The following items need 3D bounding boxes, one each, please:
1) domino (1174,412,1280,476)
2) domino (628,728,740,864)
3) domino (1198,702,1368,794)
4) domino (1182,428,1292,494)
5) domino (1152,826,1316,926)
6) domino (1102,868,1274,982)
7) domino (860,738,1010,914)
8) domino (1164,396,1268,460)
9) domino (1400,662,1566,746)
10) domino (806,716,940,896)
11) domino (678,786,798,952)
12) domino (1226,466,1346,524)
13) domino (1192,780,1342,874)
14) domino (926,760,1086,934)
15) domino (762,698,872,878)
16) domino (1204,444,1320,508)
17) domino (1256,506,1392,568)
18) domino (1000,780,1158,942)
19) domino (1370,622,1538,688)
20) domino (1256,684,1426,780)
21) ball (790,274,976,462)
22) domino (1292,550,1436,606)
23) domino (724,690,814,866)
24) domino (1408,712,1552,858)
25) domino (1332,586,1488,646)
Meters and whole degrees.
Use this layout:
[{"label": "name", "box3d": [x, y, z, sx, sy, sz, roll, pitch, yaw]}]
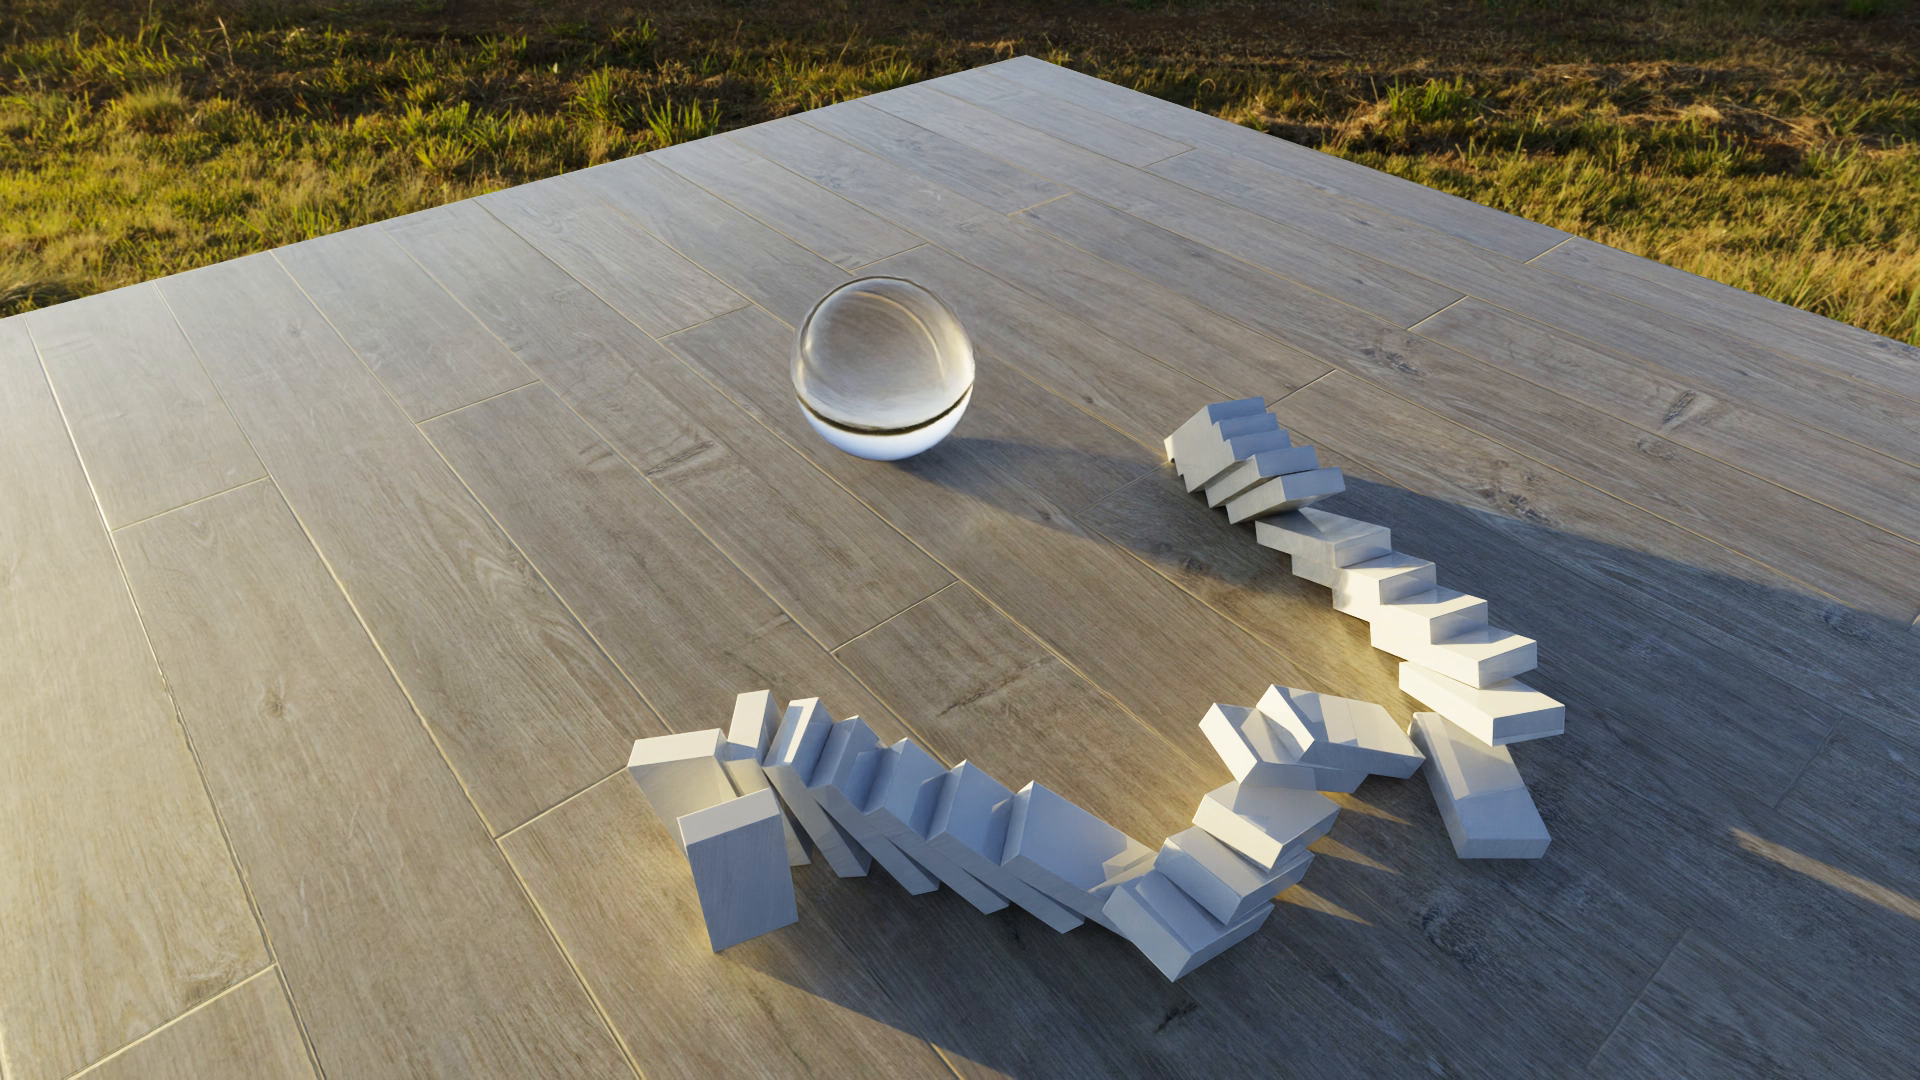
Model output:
[{"label": "domino", "box3d": [0.112, -0.040, 0.464, 0.025, 0.050, 0.010, -10, 80, -12]}, {"label": "domino", "box3d": [-0.073, 0.076, 0.316, 0.025, 0.050, 0.009, -9, 39, 9]}, {"label": "domino", "box3d": [0.102, 0.066, 0.346, 0.050, 0.009, 0.025, 11, 30, -30]}, {"label": "domino", "box3d": [0.114, -0.032, 0.455, 0.025, 0.050, 0.009, -10, 80, -12]}, {"label": "domino", "box3d": [0.079, 0.091, 0.313, 0.025, 0.010, 0.050, 35, 21, 34]}, {"label": "domino", "box3d": [0.063, 0.101, 0.301, 0.025, 0.010, 0.050, 40, 24, 33]}, {"label": "domino", "box3d": [-0.004, 0.083, 0.317, 0.050, 0.009, 0.025, 43, 37, -19]}, {"label": "domino", "box3d": [0.109, -0.047, 0.474, 0.025, 0.050, 0.009, -10, 80, -12]}, {"label": "domino", "box3d": [0.171, 0.052, 0.364, 0.025, 0.009, 0.050, -8, 15, -9]}, {"label": "domino", "box3d": [-0.022, 0.077, 0.320, 0.010, 0.050, 0.025, -23, 29, 31]}, {"label": "domino", "box3d": [-0.060, 0.091, 0.301, 0.025, 0.050, 0.009, -15, 42, -18]}, {"label": "domino", "box3d": [0.128, -0.017, 0.438, 0.025, 0.050, 0.010, -10, 83, -12]}, {"label": "domino", "box3d": [0.092, 0.081, 0.326, 0.025, 0.009, 0.050, 31, 19, 32]}, {"label": "domino", "box3d": [0.015, 0.088, 0.314, 0.050, 0.009, 0.025, 37, 39, -14]}, {"label": "domino", "box3d": [-0.038, 0.073, 0.322, 0.009, 0.050, 0.025, -11, 35, 23]}, {"label": "domino", "box3d": [0.121, -0.025, 0.447, 0.025, 0.050, 0.009, -10, 80, -12]}, {"label": "domino", "box3d": [0.140, -0.002, 0.428, 0.025, 0.009, 0.050, -14, 15, -16]}, {"label": "domino", "box3d": [0.037, 0.092, 0.311, 0.050, 0.009, 0.025, 32, 39, -12]}, {"label": "domino", "box3d": [0.171, 0.036, 0.383, 0.025, 0.009, 0.050, -15, 16, -18]}, {"label": "domino", "box3d": [0.122, 0.061, 0.351, 0.050, 0.009, 0.025, 13, 29, -27]}, {"label": "ball", "box3d": [-0.033, -0.074, 0.478, 0.080, 0.080, 0.080, 0, 39, 0]}, {"label": "domino", "box3d": [0.151, 0.011, 0.414, 0.025, 0.009, 0.050, -14, 16, -17]}, {"label": "domino", "box3d": [-0.054, 0.071, 0.324, 0.009, 0.050, 0.025, -9, 39, 9]}, {"label": "domino", "box3d": [0.164, 0.077, 0.349, 0.025, 0.010, 0.050, 0, 39, 0]}, {"label": "domino", "box3d": [0.162, 0.023, 0.398, 0.025, 0.009, 0.050, -14, 16, -18]}]
